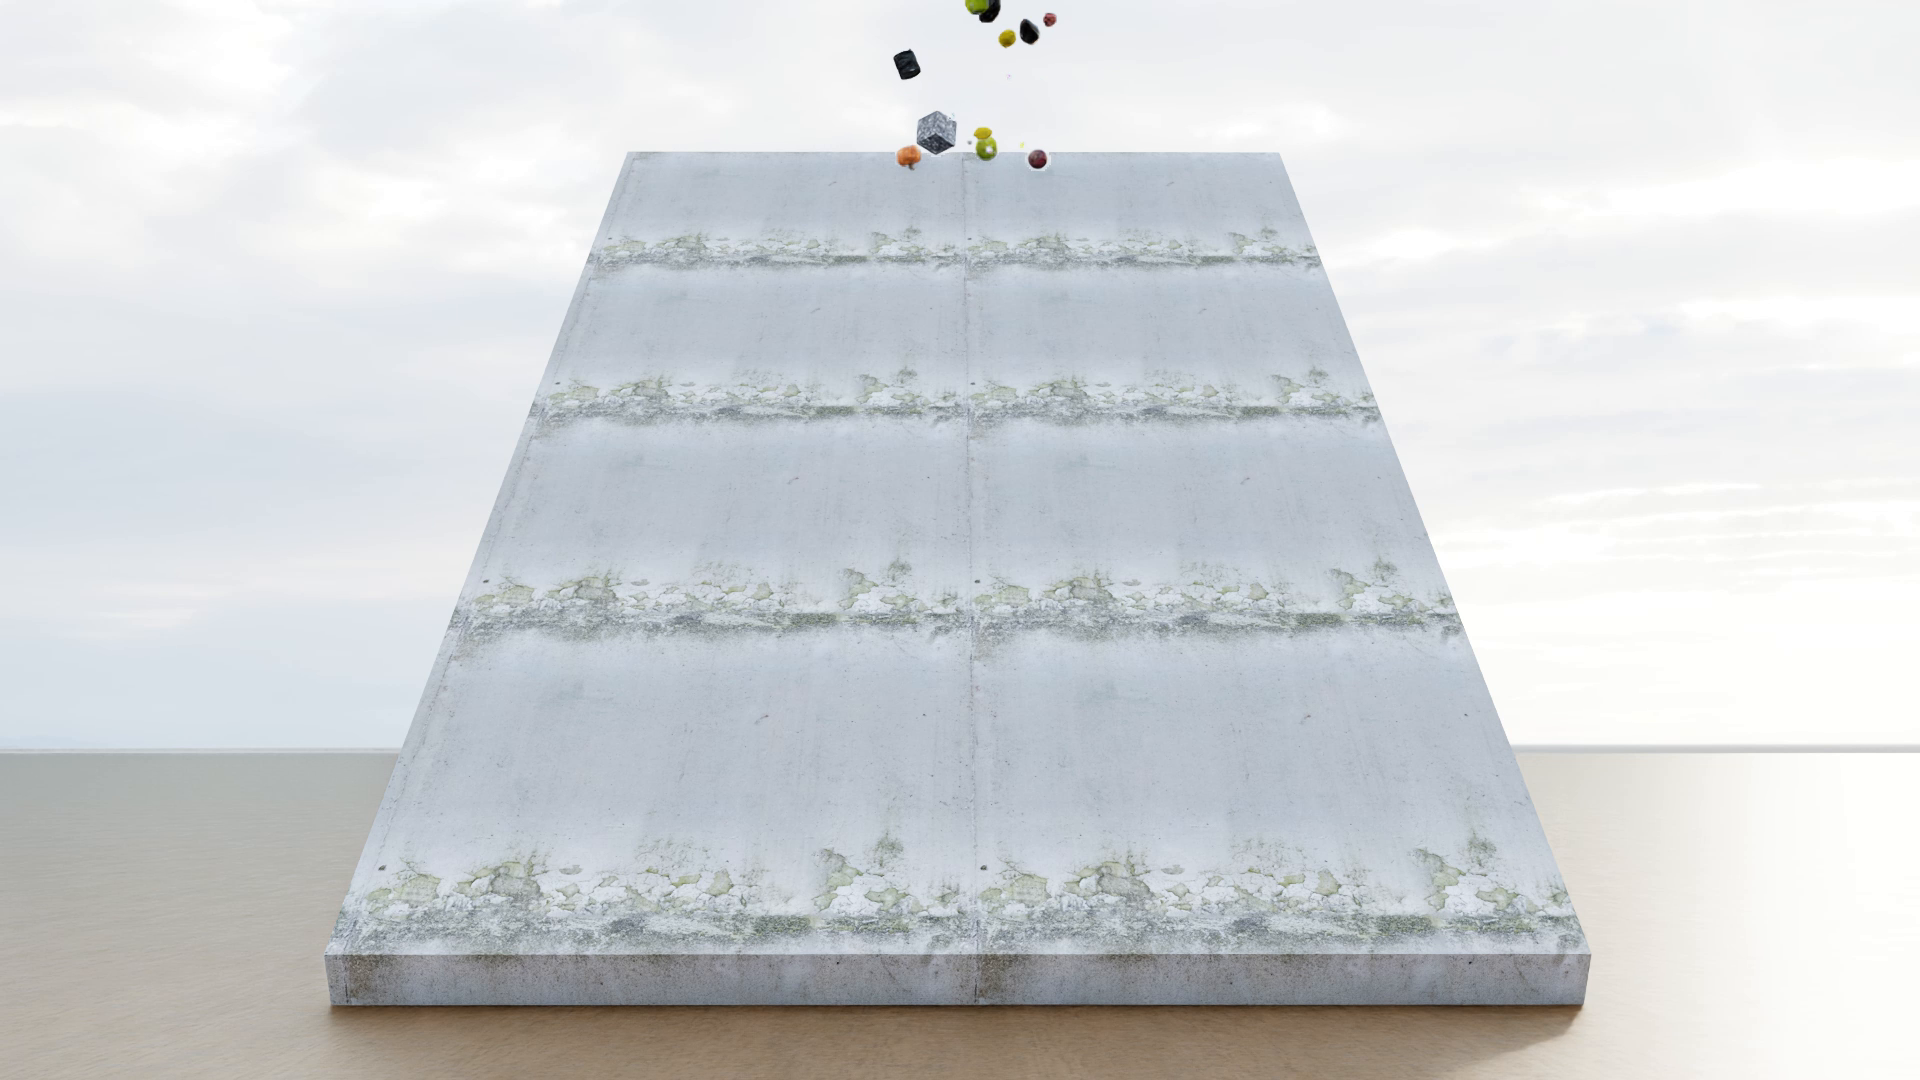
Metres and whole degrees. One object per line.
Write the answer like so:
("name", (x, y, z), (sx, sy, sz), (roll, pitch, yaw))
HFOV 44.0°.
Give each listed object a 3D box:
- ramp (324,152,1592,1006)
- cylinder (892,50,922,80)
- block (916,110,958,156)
("ramp", (-0.011, -0.225, 5.548), (2.000, 0.100, 4.000), (0, 27, 0))
("cylinder", (-0.156, -1.402, 7.017), (0.065, 0.065, 0.065), (-21, -8, -3))
("block", (-0.069, -1.199, 6.999), (0.082, 0.082, 0.082), (-19, -32, 41))
